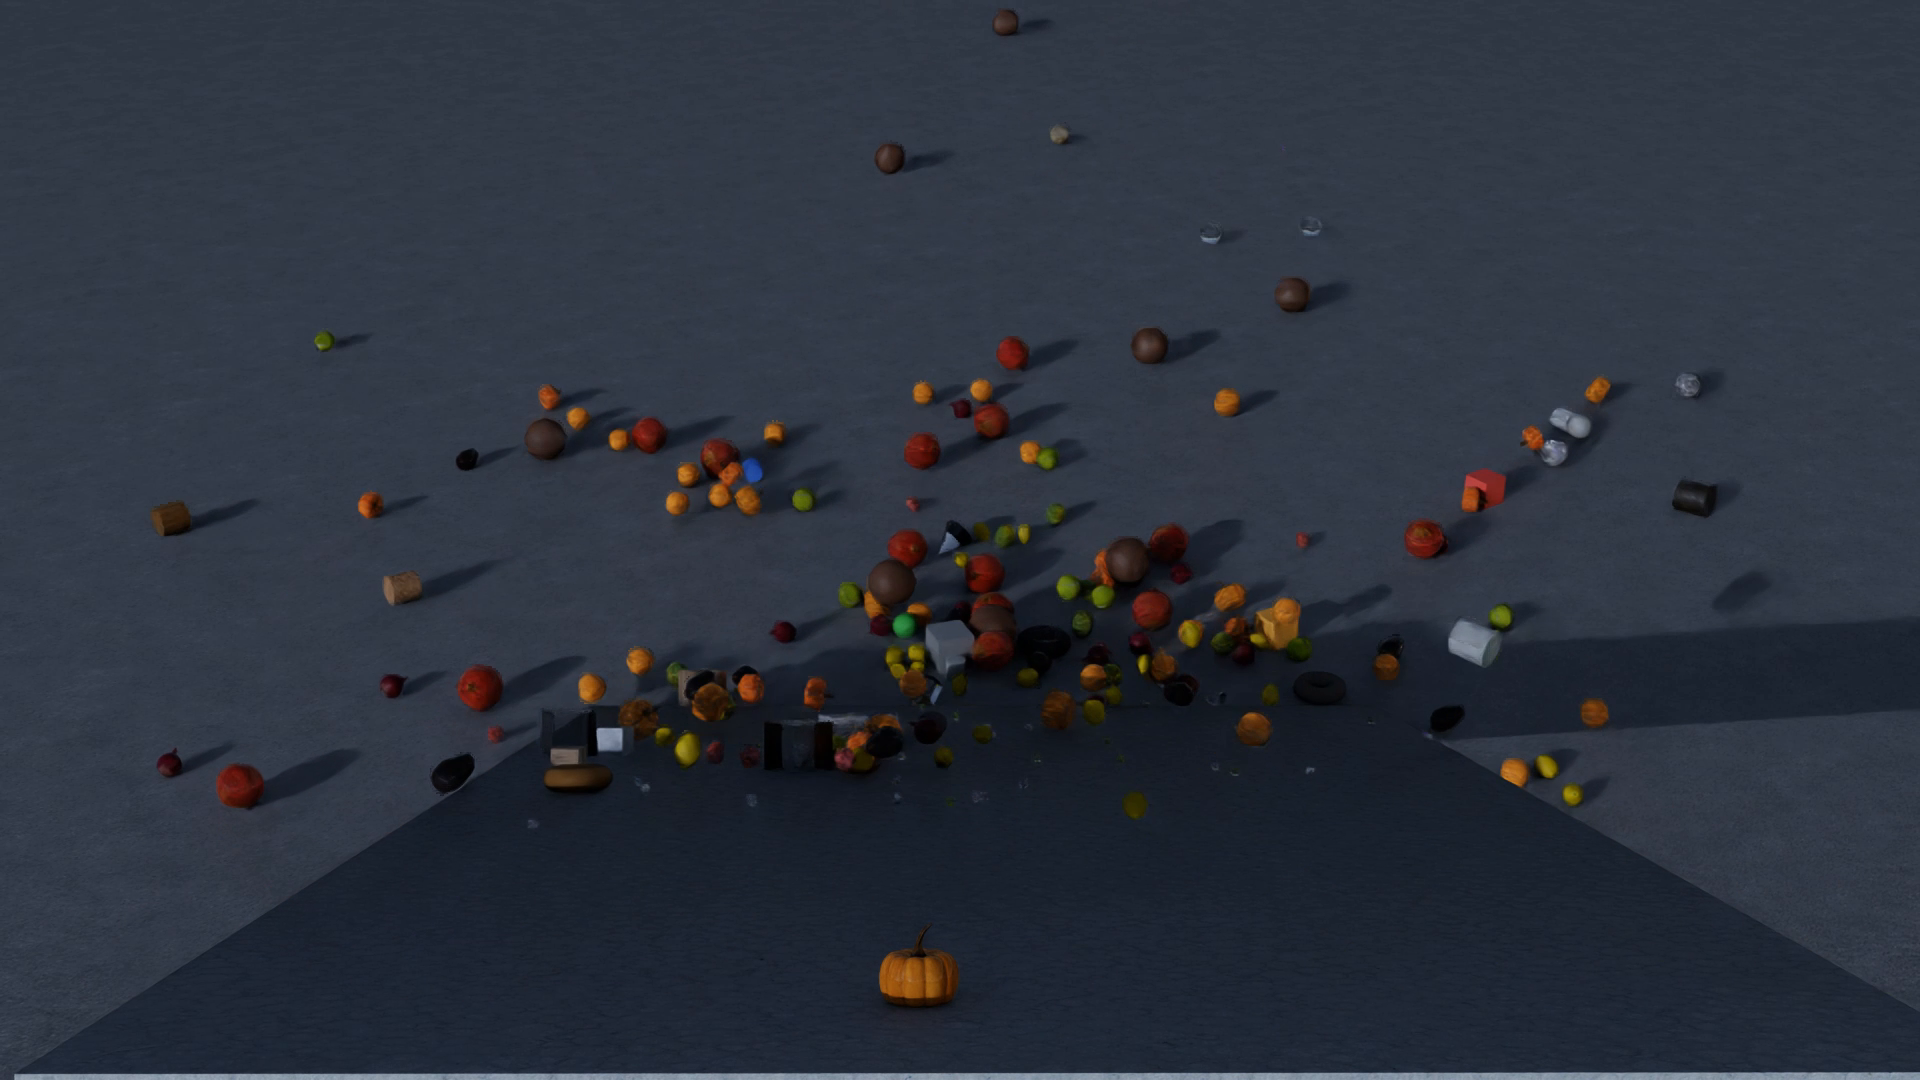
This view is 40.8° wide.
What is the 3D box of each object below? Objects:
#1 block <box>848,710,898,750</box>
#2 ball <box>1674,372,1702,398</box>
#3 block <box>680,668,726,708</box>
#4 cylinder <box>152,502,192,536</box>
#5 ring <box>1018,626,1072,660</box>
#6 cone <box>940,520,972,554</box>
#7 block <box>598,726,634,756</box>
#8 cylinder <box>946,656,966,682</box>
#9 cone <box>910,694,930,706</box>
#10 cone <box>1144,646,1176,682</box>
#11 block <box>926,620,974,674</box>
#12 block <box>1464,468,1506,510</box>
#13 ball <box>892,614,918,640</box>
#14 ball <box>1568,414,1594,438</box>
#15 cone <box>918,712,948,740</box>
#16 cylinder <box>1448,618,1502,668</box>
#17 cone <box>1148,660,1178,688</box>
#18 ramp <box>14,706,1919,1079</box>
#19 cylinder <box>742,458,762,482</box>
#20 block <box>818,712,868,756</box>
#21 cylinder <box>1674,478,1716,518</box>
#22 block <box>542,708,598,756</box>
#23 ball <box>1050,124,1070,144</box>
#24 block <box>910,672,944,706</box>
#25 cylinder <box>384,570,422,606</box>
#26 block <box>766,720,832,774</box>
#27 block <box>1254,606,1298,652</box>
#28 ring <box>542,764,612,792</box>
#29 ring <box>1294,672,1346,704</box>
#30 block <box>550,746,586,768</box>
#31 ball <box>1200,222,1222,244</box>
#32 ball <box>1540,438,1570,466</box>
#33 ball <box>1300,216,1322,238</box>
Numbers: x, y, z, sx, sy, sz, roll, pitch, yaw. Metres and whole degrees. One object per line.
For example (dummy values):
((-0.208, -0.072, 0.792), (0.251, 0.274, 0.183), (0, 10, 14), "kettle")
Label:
((-0.188, 0.411, 5.587), (0.075, 0.075, 0.075), (1, 2, 41), "block")
((2.442, -0.520, 8.639), (0.090, 0.090, 0.090), (0, 26, 0), "ball")
((-0.656, 0.377, 6.568), (0.091, 0.091, 0.091), (0, 0, -28), "block")
((-2.349, -0.062, 7.687), (0.084, 0.084, 0.084), (-17, 30, -35), "cylinder")
((0.229, 0.279, 7.017), (0.148, 0.049, 0.148), (1, 25, -1), "ring")
((-0.032, 0.009, 7.587), (0.096, 0.096, 0.096), (23, 60, 39), "cone")
((-0.727, 0.424, 5.447), (0.058, 0.058, 0.058), (0, 2, 17), "block")
((-0.011, 0.344, 6.873), (0.055, 0.055, 0.055), (0, 26, 0), "cylinder")
((-0.111, 0.439, 6.709), (0.057, 0.057, 0.057), (5, 53, 11), "cone")
((0.535, 0.321, 6.879), (0.091, 0.091, 0.091), (0, 26, 0), "cone")
((-0.028, 0.286, 6.942), (0.100, 0.100, 0.100), (-9, 27, -19), "block")
((1.605, -0.157, 7.886), (0.086, 0.086, 0.086), (-18, 31, -33), "block")
((-0.151, 0.237, 7.079), (0.070, 0.070, 0.070), (0, 26, 0), "ball")
((2.004, -0.367, 8.330), (0.080, 0.080, 0.080), (0, 26, 0), "ball")
((-0.060, 0.429, 5.759), (0.067, 0.067, 0.067), (-2, 28, -4), "cone")
((1.202, 0.239, 6.021), (0.090, 0.090, 0.090), (25, 35, 31), "cylinder")
((0.553, 0.338, 6.842), (0.080, 0.080, 0.080), (-30, 38, -31), "cone")
((0.058, 0.526, 4.564), (2.000, 0.100, 4.000), (0, 2, 0), "ramp")
((-0.647, -0.217, 8.042), (0.059, 0.059, 0.059), (-5, 26, -11), "cylinder")
((-0.248, 0.412, 5.474), (0.080, 0.080, 0.080), (-1, 2, -26), "block")
((2.225, -0.127, 7.807), (0.096, 0.096, 0.096), (17, 31, 34), "cylinder")
((-0.825, 0.406, 5.450), (0.093, 0.093, 0.093), (-1, 2, -25), "block")
((0.437, -1.769, 11.254), (0.090, 0.090, 0.090), (0, 26, 0), "ball")
((-0.089, 0.389, 6.751), (0.056, 0.056, 0.056), (15, 67, 29), "block")
((-1.572, 0.135, 7.278), (0.082, 0.082, 0.082), (-16, 30, -30), "cylinder")
((-0.324, 0.413, 5.165), (0.095, 0.095, 0.095), (-1, 2, -42), "block")
((0.865, 0.241, 7.055), (0.083, 0.083, 0.083), (-15, 29, -28), "block")
((-0.720, 0.447, 4.856), (0.130, 0.043, 0.130), (-1, 1, 0), "ring")
((0.947, 0.389, 6.789), (0.139, 0.046, 0.139), (0, 24, 0), "ring")
((-0.765, 0.435, 5.042), (0.057, 0.057, 0.057), (0, 2, 8), "block")
((0.980, -1.196, 10.062), (0.084, 0.084, 0.084), (0, 26, 0), "ball")
((1.877, -0.277, 8.133), (0.089, 0.089, 0.089), (0, 26, 0), "ball")
((1.382, -1.232, 10.139), (0.081, 0.081, 0.081), (0, 26, 0), "ball")
